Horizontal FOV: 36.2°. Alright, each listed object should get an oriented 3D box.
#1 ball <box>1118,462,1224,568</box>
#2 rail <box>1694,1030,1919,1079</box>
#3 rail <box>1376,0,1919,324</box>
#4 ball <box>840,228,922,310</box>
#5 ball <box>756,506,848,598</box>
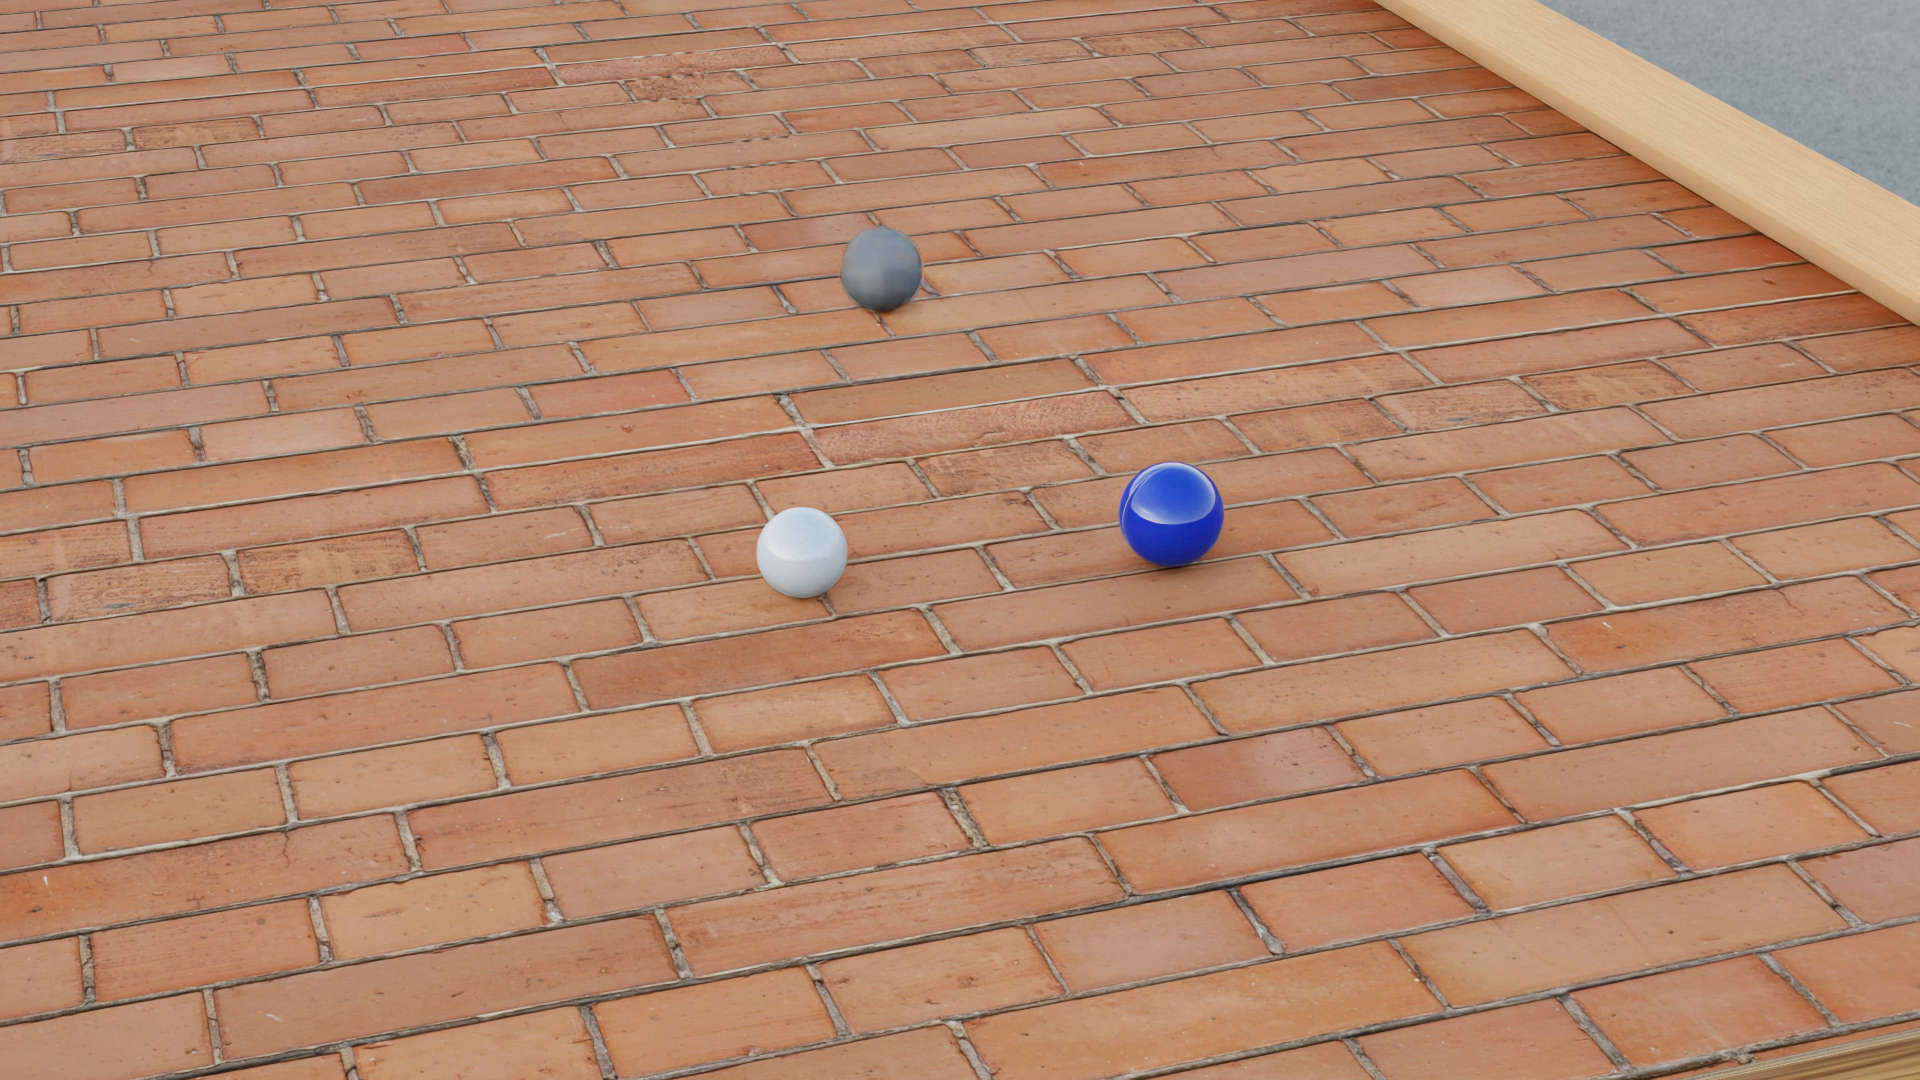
[{"bbox_3d":[0.145,-0.018,2.024,0.073,0.073,0.073,0,26,0],"label":"ball"},{"bbox_3d":[0.232,0.294,1.356,1.809,0.095,0.045,-8,27,-16],"label":"rail"},{"bbox_3d":[0.598,-0.450,2.886,0.045,0.095,3.050,-8,27,-16],"label":"rail"},{"bbox_3d":[-0.066,-0.226,2.456,0.068,0.068,0.068,0,26,0],"label":"ball"},{"bbox_3d":[-0.106,0.008,1.982,0.062,0.062,0.062,0,26,0],"label":"ball"}]
